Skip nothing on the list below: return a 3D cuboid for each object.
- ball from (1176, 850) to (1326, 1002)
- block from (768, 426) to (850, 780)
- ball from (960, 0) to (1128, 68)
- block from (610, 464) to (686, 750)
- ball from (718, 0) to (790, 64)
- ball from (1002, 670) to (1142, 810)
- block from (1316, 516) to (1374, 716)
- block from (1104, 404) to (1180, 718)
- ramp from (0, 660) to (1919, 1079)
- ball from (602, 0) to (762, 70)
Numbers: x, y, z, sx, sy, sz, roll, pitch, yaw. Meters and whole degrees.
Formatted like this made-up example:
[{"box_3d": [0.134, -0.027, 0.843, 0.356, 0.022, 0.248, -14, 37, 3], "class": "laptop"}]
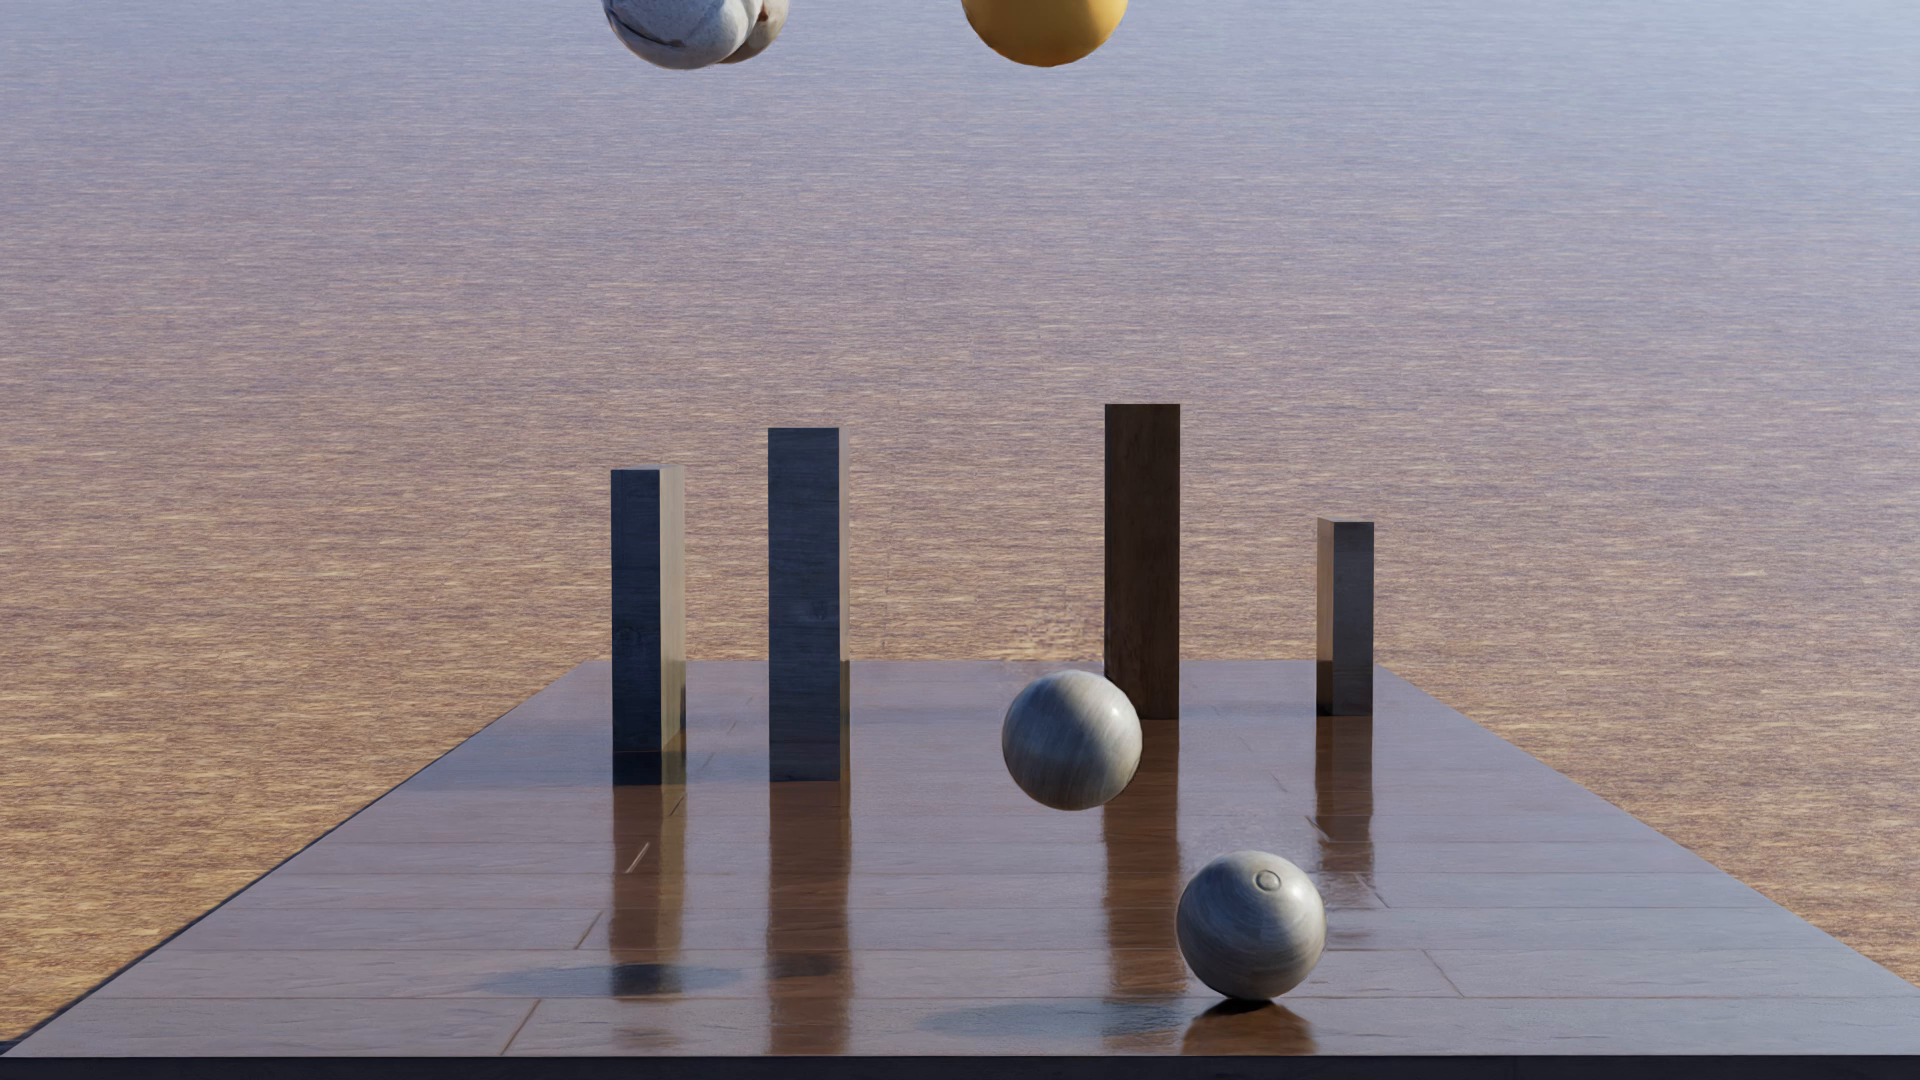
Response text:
[{"box_3d": [0.314, 0.415, 2.771, 0.161, 0.161, 0.161, 0, 22, 0], "class": "ball"}, {"box_3d": [-0.267, 0.100, 4.608, 0.122, 0.606, 0.412, 0, 3, 0], "class": "block"}, {"box_3d": [0.078, -0.516, 2.365, 0.160, 0.160, 0.160, 0, 22, 0], "class": "ball"}, {"box_3d": [-0.605, 0.120, 5.018, 0.091, 0.525, 0.438, 0, 3, 0], "class": "block"}, {"box_3d": [-0.248, -0.568, 2.679, 0.142, 0.142, 0.142, 0, 22, 0], "class": "ball"}, {"box_3d": [0.130, 0.232, 2.987, 0.164, 0.164, 0.164, 0, 22, 0], "class": "ball"}, {"box_3d": [0.817, 0.158, 5.462, 0.084, 0.404, 0.243, 0, 3, 0], "class": "block"}, {"box_3d": [0.381, 0.039, 5.401, 0.141, 0.648, 0.240, 0, 3, 0], "class": "block"}, {"box_3d": [0.051, 0.457, 4.533, 2.000, 0.100, 4.000, 0, 3, 0], "class": "ramp"}, {"box_3d": [-0.258, -0.512, 2.382, 0.151, 0.151, 0.151, 0, 22, 0], "class": "ball"}]
